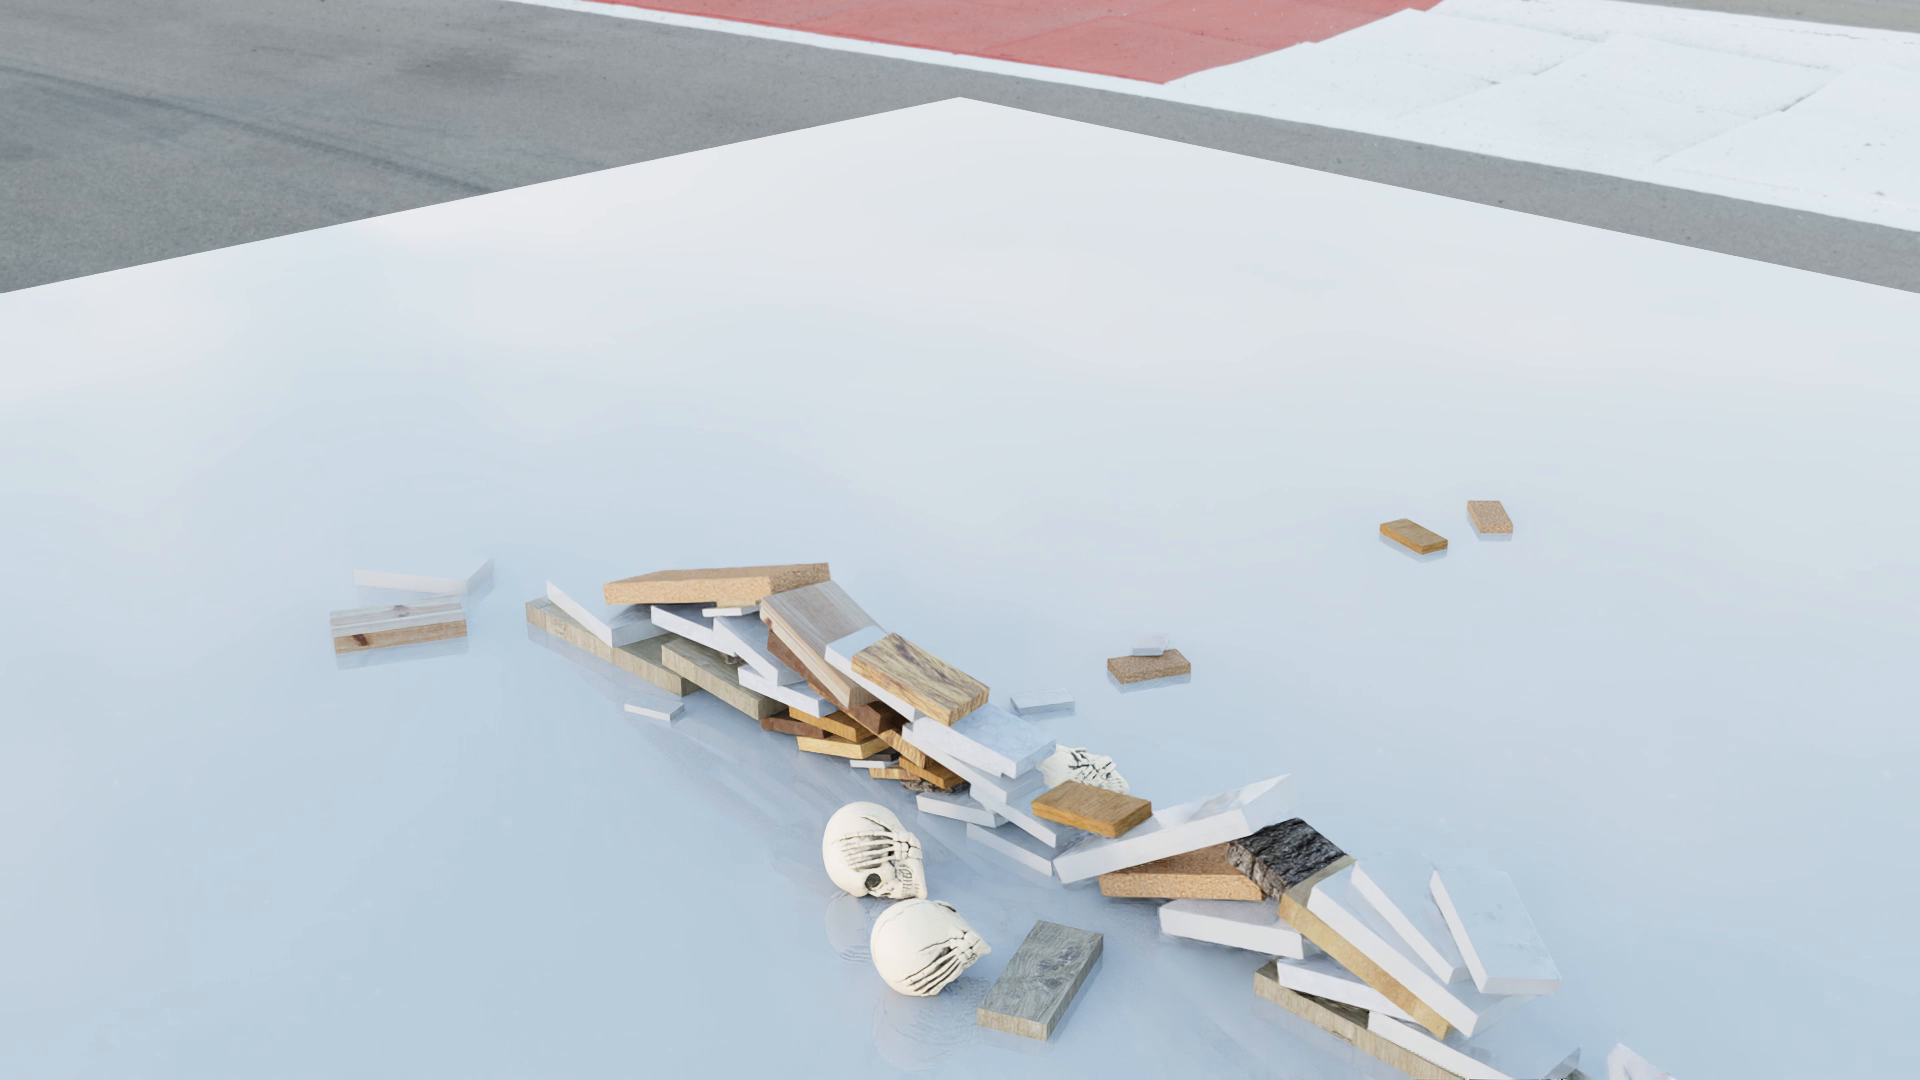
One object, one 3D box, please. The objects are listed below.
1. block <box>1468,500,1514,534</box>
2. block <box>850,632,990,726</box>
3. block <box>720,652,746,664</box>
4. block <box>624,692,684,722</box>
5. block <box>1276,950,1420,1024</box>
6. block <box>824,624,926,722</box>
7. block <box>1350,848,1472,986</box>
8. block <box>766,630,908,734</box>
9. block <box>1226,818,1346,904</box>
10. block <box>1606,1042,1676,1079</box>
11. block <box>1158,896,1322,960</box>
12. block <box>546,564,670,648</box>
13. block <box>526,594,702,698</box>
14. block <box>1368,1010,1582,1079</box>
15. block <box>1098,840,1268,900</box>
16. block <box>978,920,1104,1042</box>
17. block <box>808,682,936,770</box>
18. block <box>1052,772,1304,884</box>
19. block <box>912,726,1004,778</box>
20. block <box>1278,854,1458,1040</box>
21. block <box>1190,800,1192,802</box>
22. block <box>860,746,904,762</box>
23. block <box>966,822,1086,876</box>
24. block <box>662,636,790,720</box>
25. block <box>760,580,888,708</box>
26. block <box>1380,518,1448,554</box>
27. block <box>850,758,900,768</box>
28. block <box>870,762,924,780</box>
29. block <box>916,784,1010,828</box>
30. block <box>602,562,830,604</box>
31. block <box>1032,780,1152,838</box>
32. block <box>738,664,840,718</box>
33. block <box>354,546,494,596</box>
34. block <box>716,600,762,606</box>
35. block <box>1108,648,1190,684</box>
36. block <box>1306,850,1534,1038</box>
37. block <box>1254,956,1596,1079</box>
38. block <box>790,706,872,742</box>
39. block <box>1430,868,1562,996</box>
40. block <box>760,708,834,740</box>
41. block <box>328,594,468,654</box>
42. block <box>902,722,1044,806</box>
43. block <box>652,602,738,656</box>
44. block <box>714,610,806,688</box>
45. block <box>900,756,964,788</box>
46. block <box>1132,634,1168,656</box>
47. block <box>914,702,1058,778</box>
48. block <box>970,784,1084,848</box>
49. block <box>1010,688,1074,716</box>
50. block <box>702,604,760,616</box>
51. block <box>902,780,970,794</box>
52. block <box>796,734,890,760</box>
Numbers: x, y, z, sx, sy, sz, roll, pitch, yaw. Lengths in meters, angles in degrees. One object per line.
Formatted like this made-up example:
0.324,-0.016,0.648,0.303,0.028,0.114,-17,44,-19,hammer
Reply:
1.416,-0.063,5.878,0.085,0.024,0.171,0,23,1,block
-0.079,0.275,4.358,0.252,0.036,0.126,28,36,29,block
-0.433,0.242,4.933,0.202,0.018,0.065,-8,27,-21,block
-0.676,0.370,4.868,0.119,0.017,0.059,11,25,24,block
0.710,0.740,3.742,0.154,0.044,0.308,-20,16,-39,block
-0.136,0.267,4.427,0.259,0.037,0.130,32,38,34,block
0.766,0.609,3.574,0.130,0.037,0.259,-9,37,-28,block
-0.220,0.267,4.588,0.177,0.050,0.355,-21,42,-40,block
0.642,0.611,3.838,0.169,0.048,0.338,-10,33,-36,block
1.128,0.891,3.445,0.238,0.034,0.119,33,17,5,block
0.539,0.678,3.945,0.169,0.048,0.337,-15,10,-39,block
-0.827,0.153,5.214,0.171,0.048,0.341,-15,27,-32,block
-0.775,0.228,5.162,0.583,0.048,0.171,21,30,40,block
0.851,0.823,3.646,0.308,0.044,0.154,21,32,41,block
0.447,0.615,4.112,0.337,0.048,0.169,-5,12,35,block
0.145,0.775,3.888,0.126,0.036,0.298,9,25,20,block
-0.145,0.348,4.562,0.347,0.039,0.139,33,38,33,block
0.397,0.535,4.060,0.478,0.049,0.174,-24,0,44,block
0.024,0.398,4.378,0.213,0.030,0.107,22,33,29,block
0.718,0.668,3.643,0.174,0.049,0.348,-22,44,-39,block
0.535,0.547,4.449,0.130,0.018,0.065,-3,23,-7,block
-0.157,0.444,4.586,0.053,0.015,0.105,-20,12,-38,block
0.133,0.588,4.335,0.224,0.032,0.112,20,30,39,block
-0.492,0.290,4.902,0.171,0.048,0.341,-21,33,-40,block
-0.249,0.213,4.572,0.177,0.050,0.355,-14,38,-33,block
1.187,-0.010,5.754,0.086,0.024,0.171,-12,26,-26,block
-0.176,0.461,4.608,0.105,0.015,0.053,-3,14,46,block
-0.110,0.472,4.561,0.151,0.021,0.076,-3,14,46,block
0.030,0.526,4.417,0.112,0.032,0.224,-22,18,-40,block
-0.556,0.100,4.975,0.579,0.050,0.177,-3,7,43,block
0.251,0.512,4.199,0.107,0.030,0.213,-24,23,-39,block
-0.337,0.307,4.730,0.139,0.039,0.278,-20,25,-38,block
-1.346,0.077,5.524,0.303,0.043,0.152,5,24,12,block
-0.476,0.132,4.870,0.119,0.017,0.059,-4,7,39,block
0.434,0.289,5.048,0.171,0.024,0.086,-7,24,-17,block
0.755,0.652,3.583,0.174,0.049,0.348,-19,42,-37,block
0.815,0.853,3.690,0.154,0.044,0.693,-22,32,-39,block
-0.252,0.368,4.644,0.106,0.030,0.212,-21,26,-40,block
0.850,0.623,3.503,0.126,0.036,0.252,5,31,-12,block
-0.324,0.387,4.746,0.106,0.030,0.212,-21,17,-40,block
-1.338,0.200,5.235,0.303,0.043,0.152,-8,24,-17,block
0.024,0.430,4.383,0.107,0.030,0.297,-21,38,-40,block
-0.548,0.187,4.991,0.152,0.043,0.303,-18,25,-41,block
-0.406,0.229,4.773,0.139,0.039,0.278,-12,29,-33,block
-0.048,0.460,4.465,0.076,0.021,0.151,-18,24,-33,block
0.444,0.244,5.119,0.065,0.018,0.130,-2,10,13,block
0.049,0.378,4.348,0.259,0.037,0.130,25,34,32,block
0.141,0.518,4.305,0.224,0.032,0.112,28,36,36,block
0.183,0.360,4.889,0.130,0.018,0.065,-6,24,-15,block
-0.506,0.154,4.865,0.119,0.017,0.059,-4,7,39,block
-0.042,0.490,4.495,0.076,0.021,0.151,-22,13,-41,block
-0.237,0.422,4.655,0.106,0.030,0.211,-21,15,-40,block
